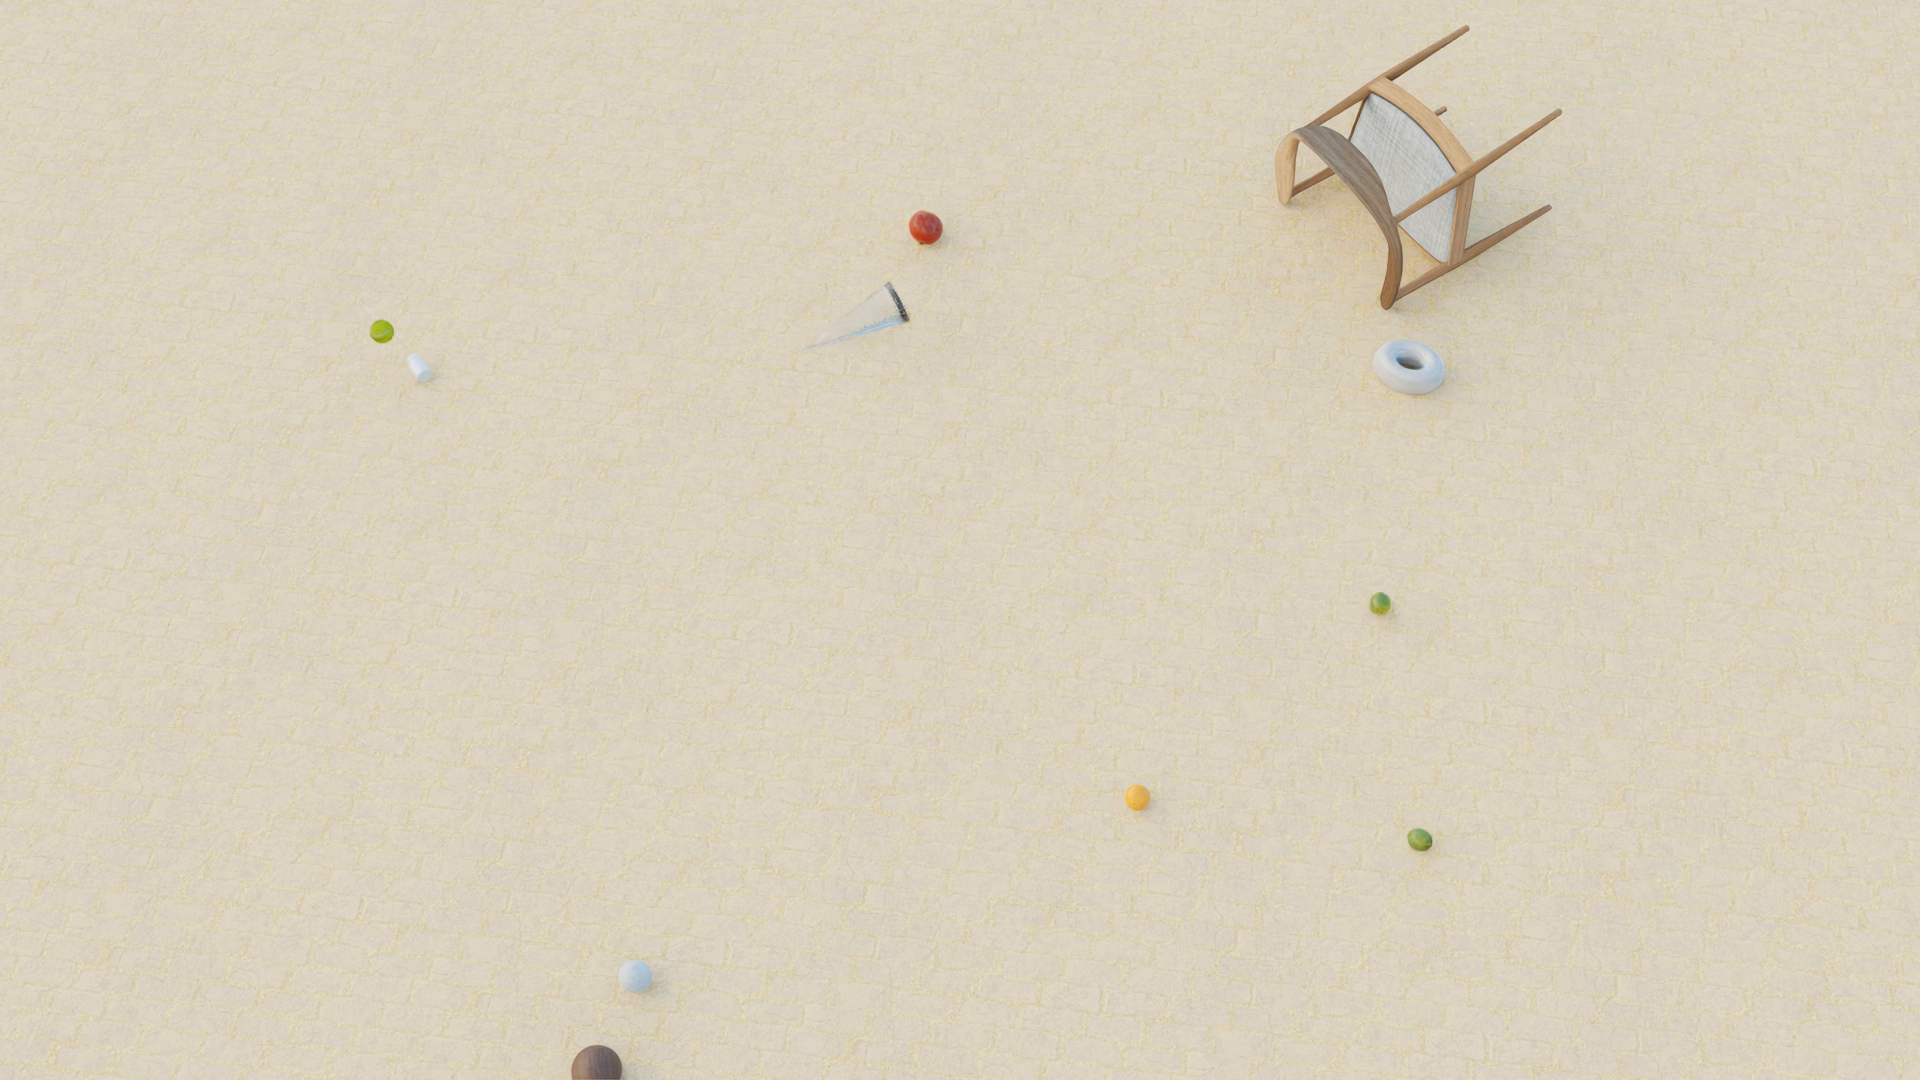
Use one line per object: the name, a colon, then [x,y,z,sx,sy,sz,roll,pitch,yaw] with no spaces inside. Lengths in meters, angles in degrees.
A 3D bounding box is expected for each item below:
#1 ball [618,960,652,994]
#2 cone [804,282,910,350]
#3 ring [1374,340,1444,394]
ball: [-0.850,1.141,5.755,0.088,0.088,0.088,0,56,0]
cone: [-0.348,-0.681,6.988,0.345,0.138,0.162,-27,33,-3]
ring: [1.404,-0.542,6.877,0.226,0.101,0.170,18,60,10]
